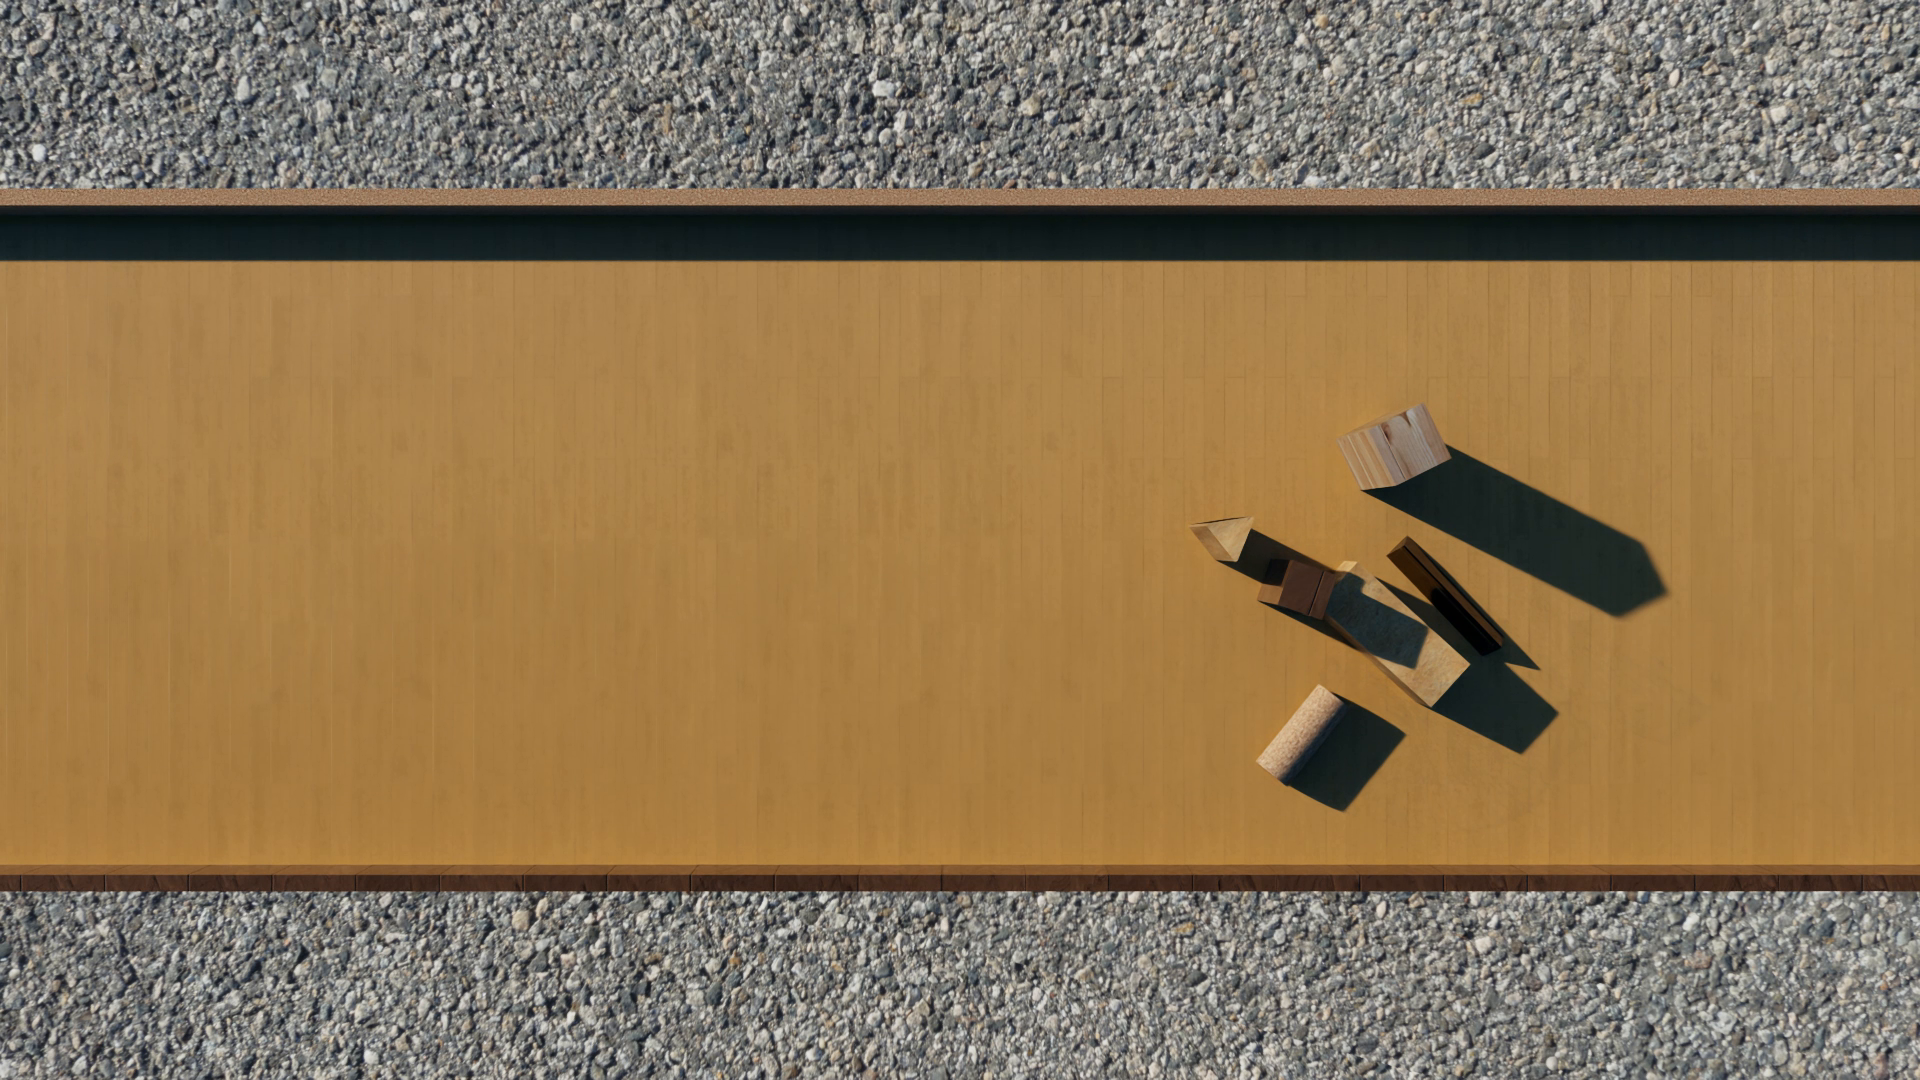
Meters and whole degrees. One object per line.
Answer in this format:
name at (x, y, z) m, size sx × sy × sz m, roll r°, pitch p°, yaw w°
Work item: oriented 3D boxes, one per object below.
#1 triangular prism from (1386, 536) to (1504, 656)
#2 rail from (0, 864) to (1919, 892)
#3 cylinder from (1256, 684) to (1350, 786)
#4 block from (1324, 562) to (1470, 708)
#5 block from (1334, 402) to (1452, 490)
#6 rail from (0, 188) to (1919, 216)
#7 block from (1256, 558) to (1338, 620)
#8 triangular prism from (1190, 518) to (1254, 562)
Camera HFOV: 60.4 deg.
triangular prism at (1.492, 0.172, 5.036) m, size 0.089 × 0.077 × 0.428 m, roll -44°, pitch 90°, yaw 0°
rail at (-2.247, 1.025, 5.001) m, size 12.000 × 0.150 × 0.050 m, roll 0°, pitch 90°, yaw 0°
cylinder at (1.042, 0.595, 5.017) m, size 0.120 × 0.120 × 0.303 m, roll 39°, pitch 90°, yaw 0°
block at (1.291, 0.281, 4.989) m, size 0.453 × 0.174 × 0.174 m, roll 42°, pitch 90°, yaw 0°
block at (1.271, -0.271, 4.867) m, size 0.176 × 0.419 × 0.176 m, roll -26°, pitch 90°, yaw 0°
rail at (-2.247, -1.025, 5.002) m, size 12.000 × 0.150 × 0.050 m, roll 0°, pitch 90°, yaw 0°
block at (0.998, 0.144, 4.907) m, size 0.135 × 0.340 × 0.135 m, roll 19°, pitch 90°, yaw 0°
triangular prism at (0.793, -0.028, 4.893) m, size 0.117 × 0.367 × 0.135 m, roll -38°, pitch 90°, yaw 0°
